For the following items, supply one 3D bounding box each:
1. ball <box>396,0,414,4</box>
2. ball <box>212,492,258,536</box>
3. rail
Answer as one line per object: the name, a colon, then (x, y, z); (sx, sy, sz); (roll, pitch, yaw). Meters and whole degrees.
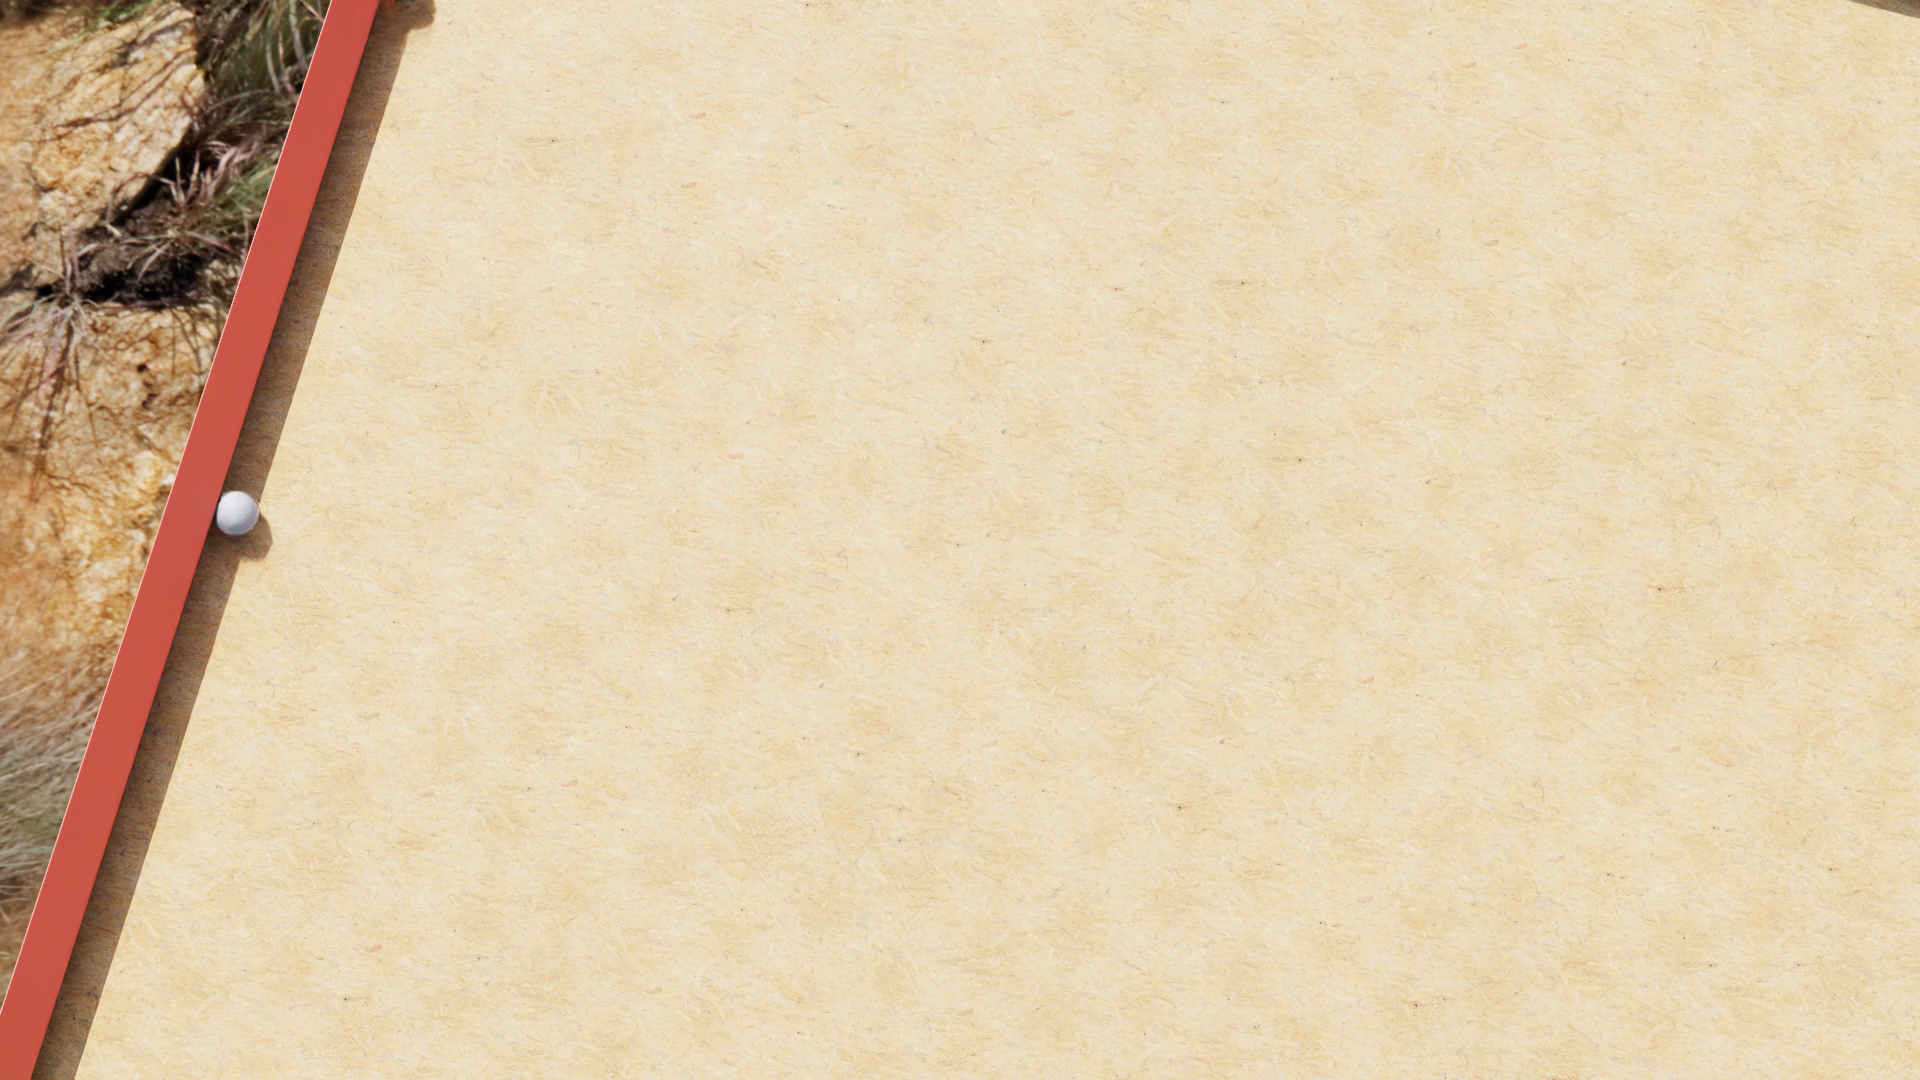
ball: (-0.860, -0.862, 3.401); (0.062, 0.062, 0.062); (0, 82, 0)
ball: (-1.080, -0.040, 3.277); (0.066, 0.066, 0.066); (0, 82, 0)
rail: (-1.058, -0.287, 3.282); (0.045, 0.127, 2.558); (15, 82, 2)
